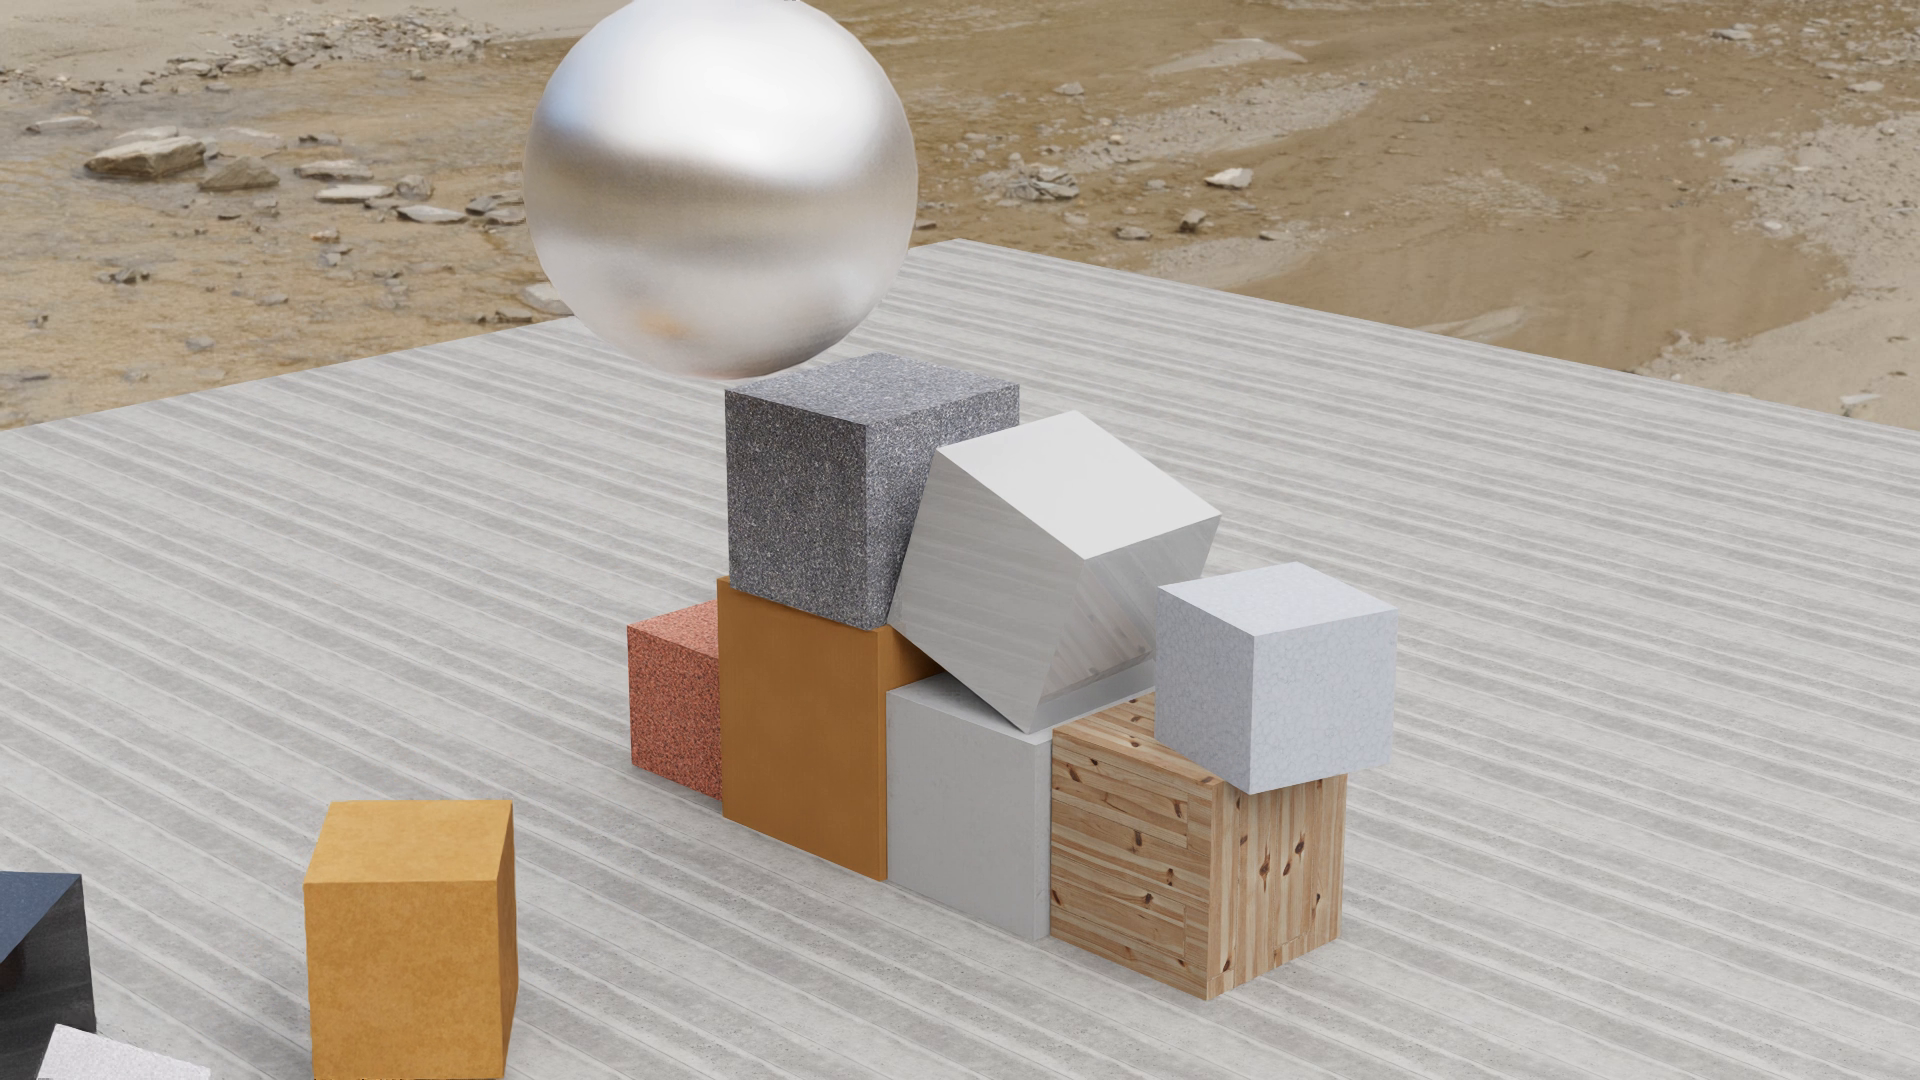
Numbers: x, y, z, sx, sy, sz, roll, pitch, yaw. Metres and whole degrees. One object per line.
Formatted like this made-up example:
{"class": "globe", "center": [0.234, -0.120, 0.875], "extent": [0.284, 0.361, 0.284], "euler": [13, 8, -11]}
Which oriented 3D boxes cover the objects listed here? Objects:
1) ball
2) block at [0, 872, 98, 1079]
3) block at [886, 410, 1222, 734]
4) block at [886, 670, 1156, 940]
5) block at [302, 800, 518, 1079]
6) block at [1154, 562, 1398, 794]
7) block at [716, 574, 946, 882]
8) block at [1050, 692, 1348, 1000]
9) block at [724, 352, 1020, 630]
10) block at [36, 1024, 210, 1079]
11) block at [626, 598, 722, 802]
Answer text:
{"class": "ball", "center": [-0.967, -1.446, 11.873], "extent": [1.600, 1.600, 1.600], "euler": [0, 17, 0]}
{"class": "block", "center": [-3.866, 1.851, 10.915], "extent": [0.939, 0.923, 0.980], "euler": [1, 18, 5]}
{"class": "block", "center": [0.408, 0.125, 12.941], "extent": [0.909, 0.917, 0.914], "euler": [-17, 44, -44]}
{"class": "block", "center": [0.352, 1.107, 13.298], "extent": [1.010, 0.914, 0.924], "euler": [-17, 24, -42]}
{"class": "block", "center": [-2.194, 1.600, 11.814], "extent": [0.738, 0.851, 0.821], "euler": [0, 17, -4]}
{"class": "block", "center": [1.307, 0.561, 12.201], "extent": [0.711, 0.679, 0.714], "euler": [-9, 20, -27]}
{"class": "block", "center": [-0.367, 0.753, 13.938], "extent": [1.086, 1.206, 1.104], "euler": [16, 24, 42]}
{"class": "block", "center": [1.031, 1.271, 12.686], "extent": [0.895, 0.968, 0.899], "euler": [-16, 24, -42]}
{"class": "block", "center": [-0.399, -0.249, 13.532], "extent": [0.906, 0.948, 0.999], "euler": [16, 23, 41]}
{"class": "block", "center": [-3.006, 2.146, 10.202], "extent": [0.559, 0.592, 0.547], "euler": [20, 16, -14]}
{"class": "block", "center": [-1.049, 0.770, 14.663], "extent": [0.876, 0.738, 0.829], "euler": [-17, 24, -42]}
